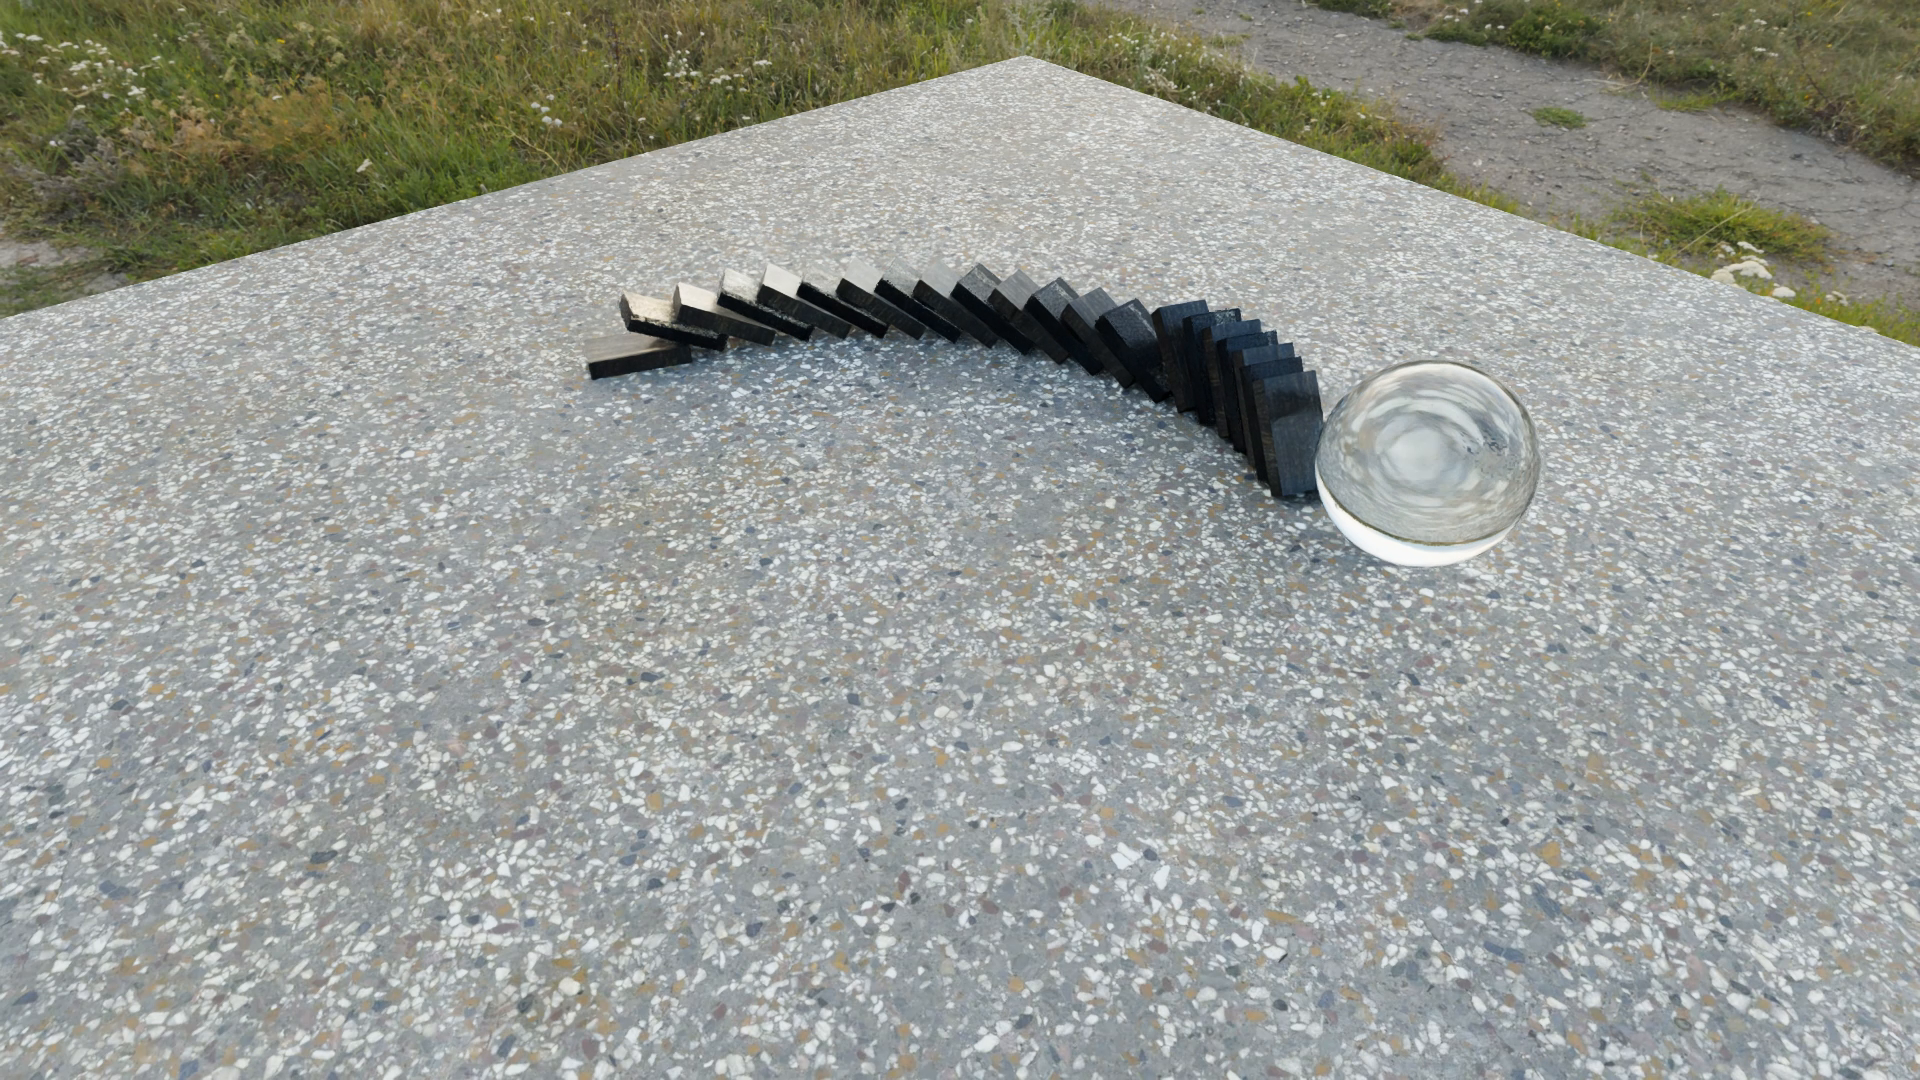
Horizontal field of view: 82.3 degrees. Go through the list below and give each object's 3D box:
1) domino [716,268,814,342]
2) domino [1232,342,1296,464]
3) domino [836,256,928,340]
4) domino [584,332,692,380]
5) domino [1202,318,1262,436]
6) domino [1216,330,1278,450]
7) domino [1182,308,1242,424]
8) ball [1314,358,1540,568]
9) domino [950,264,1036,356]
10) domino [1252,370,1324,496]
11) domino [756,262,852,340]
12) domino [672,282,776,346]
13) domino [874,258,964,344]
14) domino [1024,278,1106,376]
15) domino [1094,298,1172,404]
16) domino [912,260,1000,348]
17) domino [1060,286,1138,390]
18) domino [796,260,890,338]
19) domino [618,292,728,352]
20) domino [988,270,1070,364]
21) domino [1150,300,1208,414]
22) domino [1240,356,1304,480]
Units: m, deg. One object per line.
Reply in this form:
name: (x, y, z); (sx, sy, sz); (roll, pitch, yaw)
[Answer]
domino: (-0.101, -0.123, 0.575); (0.050, 0.010, 0.025); (20, 33, -22)
domino: (0.138, -0.061, 0.489); (0.025, 0.050, 0.009); (-10, 3, -13)
domino: (-0.039, -0.128, 0.581); (0.050, 0.009, 0.025); (29, 39, -11)
domino: (-0.164, -0.096, 0.561); (0.050, 0.009, 0.025); (-13, 41, -16)
domino: (0.129, -0.075, 0.506); (0.025, 0.050, 0.009); (-11, 3, -13)
domino: (0.134, -0.068, 0.497); (0.025, 0.050, 0.009); (-11, 3, -13)
domino: (0.121, -0.081, 0.514); (0.025, 0.050, 0.009); (-11, 3, -13)
ball: (0.178, -0.029, 0.423); (0.080, 0.080, 0.080); (0, 39, 0)
domino: (0.022, -0.120, 0.572); (0.050, 0.009, 0.025); (39, 46, 0)
domino: (0.143, -0.046, 0.471); (0.025, 0.050, 0.009); (-11, 3, -13)
domino: (-0.081, -0.126, 0.579); (0.050, 0.010, 0.025); (22, 35, -19)
domino: (-0.122, -0.117, 0.569); (0.050, 0.010, 0.025); (12, 33, -28)
domino: (-0.018, -0.126, 0.579); (0.050, 0.010, 0.025); (32, 41, -8)
domino: (0.059, -0.109, 0.557); (0.050, 0.009, 0.025); (46, 52, 6)
domino: (0.091, -0.093, 0.538); (0.025, 0.010, 0.050); (-29, 77, -31)
domino: (0.002, -0.124, 0.576); (0.050, 0.010, 0.025); (35, 44, -4)
domino: (0.076, -0.101, 0.548); (0.025, 0.010, 0.050); (-33, 79, -33)
domino: (-0.060, -0.127, 0.581); (0.050, 0.010, 0.025); (25, 37, -15)
domino: (-0.146, -0.111, 0.560); (0.050, 0.010, 0.025); (8, 33, -34)
domino: (0.041, -0.115, 0.565); (0.050, 0.010, 0.025); (42, 49, 3)
domino: (0.111, -0.088, 0.525); (0.025, 0.009, 0.050); (-13, 84, -16)
domino: (0.139, -0.053, 0.480); (0.025, 0.050, 0.010); (-11, 3, -13)
